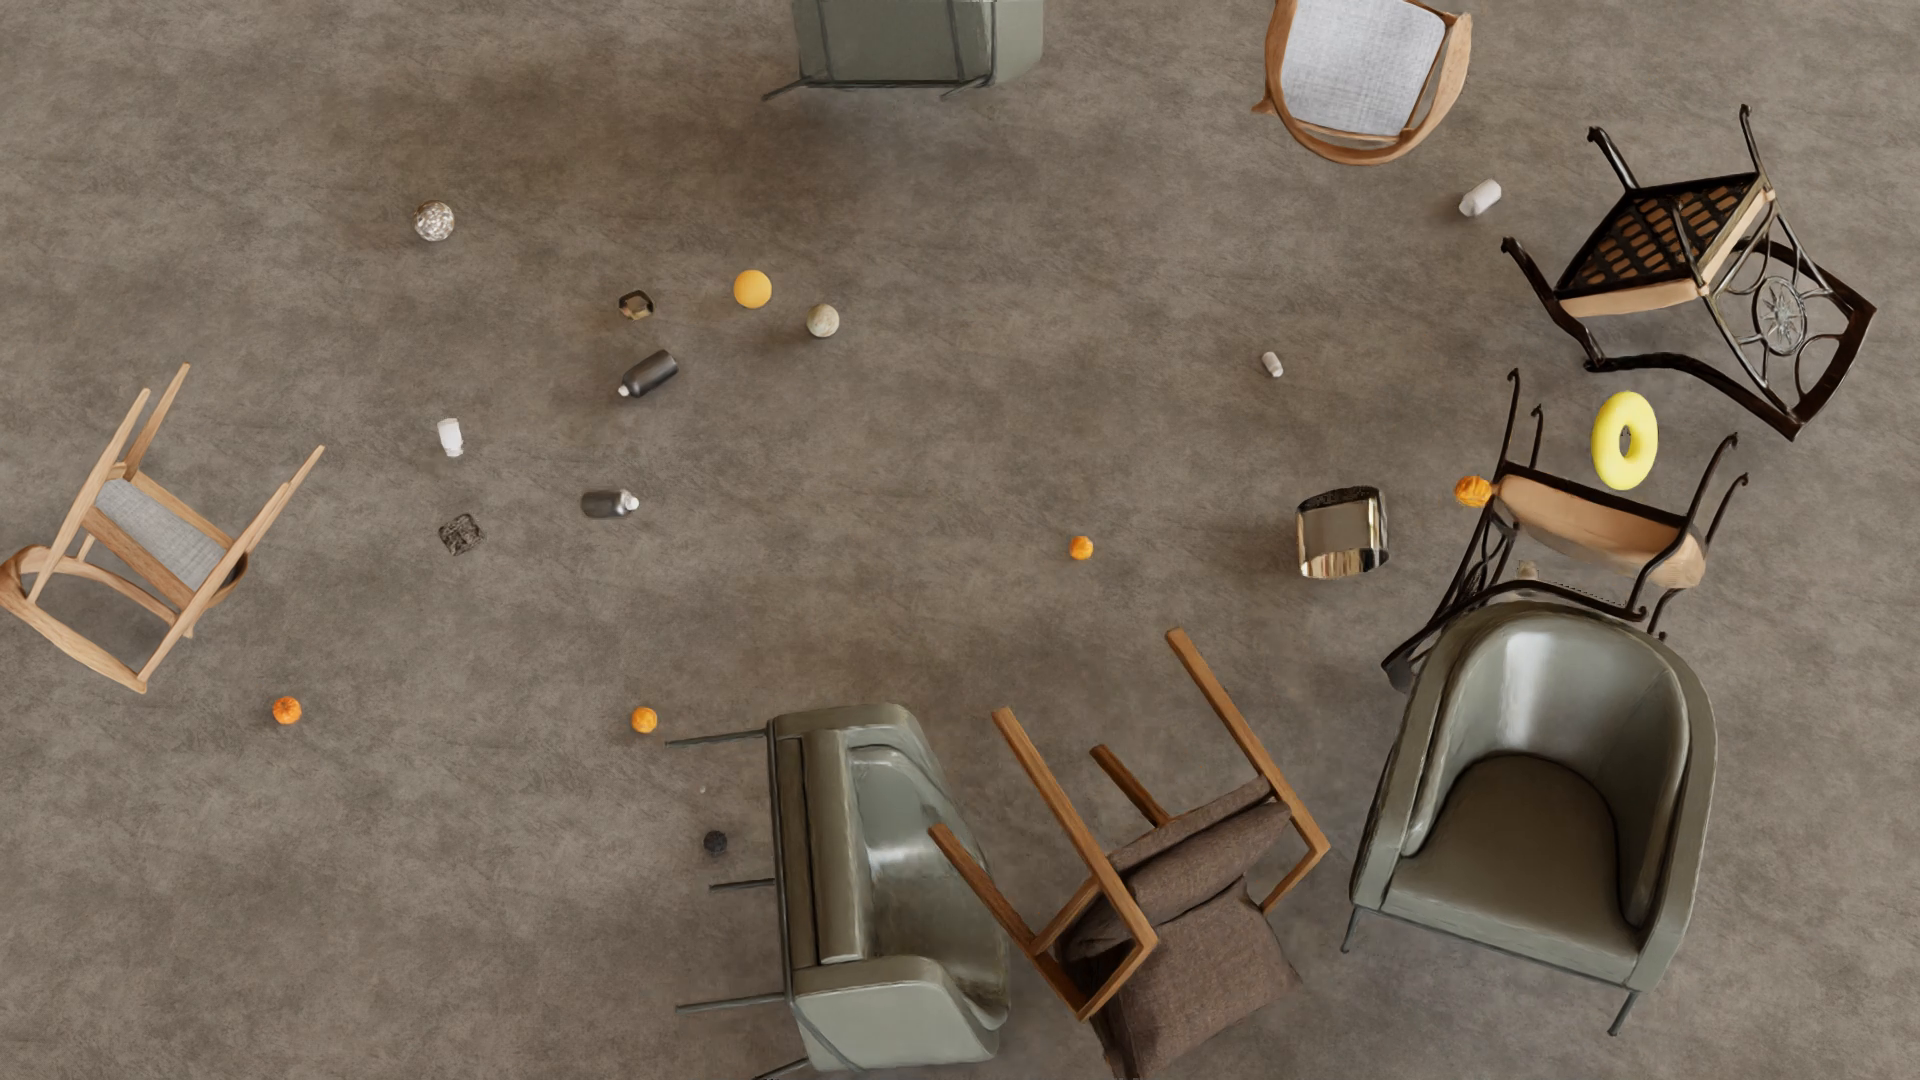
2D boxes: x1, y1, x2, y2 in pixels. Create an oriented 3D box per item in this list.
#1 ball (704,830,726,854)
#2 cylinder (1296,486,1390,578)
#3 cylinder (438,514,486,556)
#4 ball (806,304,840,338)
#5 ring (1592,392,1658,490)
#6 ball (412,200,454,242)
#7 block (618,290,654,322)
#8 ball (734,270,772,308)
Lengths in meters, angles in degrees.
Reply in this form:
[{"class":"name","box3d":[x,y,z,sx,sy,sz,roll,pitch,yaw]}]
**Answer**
[{"class":"ball","box3d":[-0.666,0.823,5.982,0.065,0.065,0.065,0,56,0]},{"class":"cylinder","box3d":[1.127,-0.022,6.484,0.272,0.137,0.217,-14,53,23]},{"class":"cylinder","box3d":[-1.347,-0.014,5.940,0.100,0.060,0.079,-32,77,-14]},{"class":"ball","box3d":[-0.436,-0.697,6.978,0.106,0.106,0.106,0,56,0]},{"class":"ring","box3d":[1.973,-0.295,6.524,0.282,0.068,0.295,13,87,-37]},{"class":"ball","box3d":[-1.721,-1.045,7.194,0.134,0.134,0.134,0,56,0]},{"class":"block","box3d":[-1.036,-0.750,7.033,0.081,0.052,0.070,-28,59,-37]},{"class":"ball","box3d":[-0.664,-0.803,7.039,0.122,0.122,0.122,0,56,0]}]
